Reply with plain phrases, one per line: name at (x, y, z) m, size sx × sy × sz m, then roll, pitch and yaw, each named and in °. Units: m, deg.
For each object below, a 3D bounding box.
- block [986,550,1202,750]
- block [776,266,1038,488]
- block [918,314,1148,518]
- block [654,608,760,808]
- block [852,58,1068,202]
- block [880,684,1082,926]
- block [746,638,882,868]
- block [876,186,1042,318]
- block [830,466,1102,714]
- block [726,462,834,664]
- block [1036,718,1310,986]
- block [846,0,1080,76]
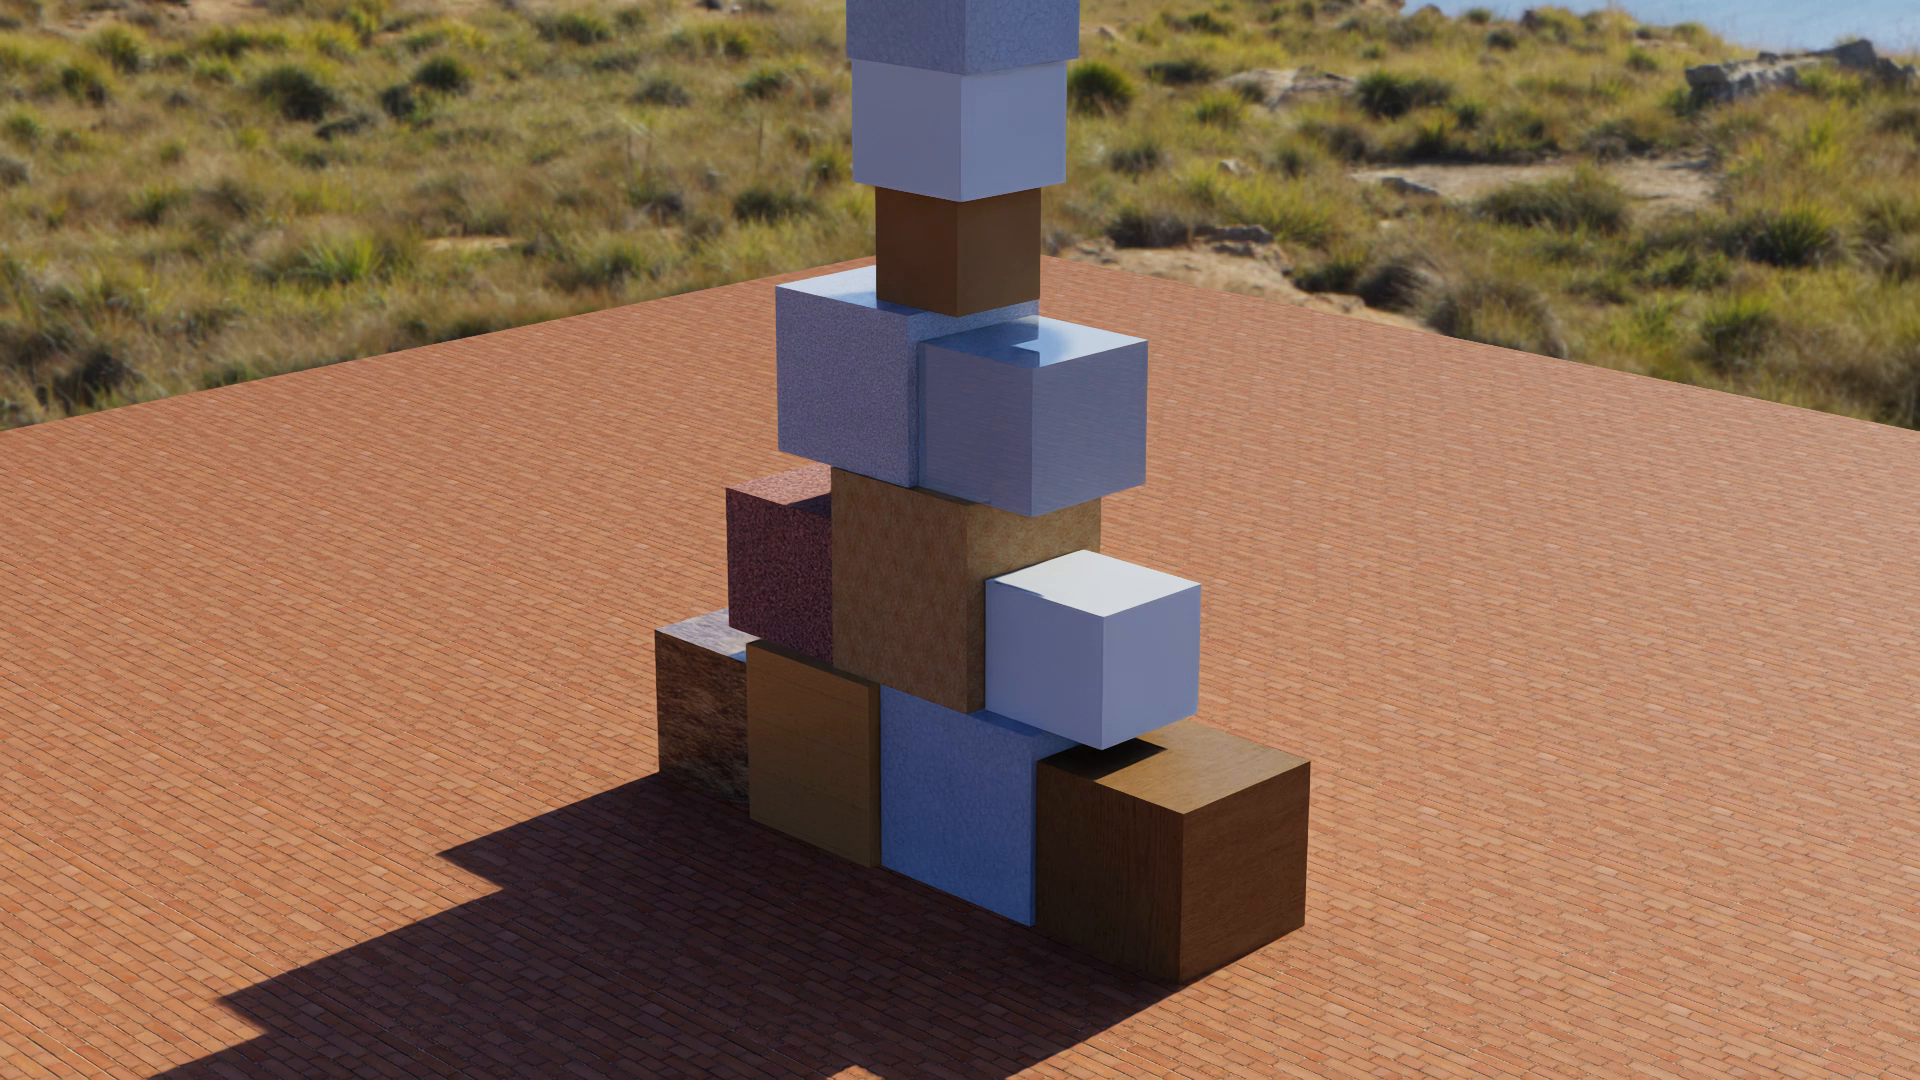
block at (0.581, 0.470, 12.876) m, size 0.631 × 0.601 × 0.698 m, roll -17°, pitch 24°, yaw -42°
block at (-0.240, -0.777, 13.362) m, size 0.825 × 0.774 × 0.861 m, roll -17°, pitch 24°, yaw -42°
block at (0.320, -0.555, 12.857) m, size 0.731 × 0.653 × 0.685 m, roll -17°, pitch 24°, yaw -42°
block at (-0.951, 0.794, 14.564) m, size 0.804 × 0.752 × 0.764 m, roll -17°, pitch 24°, yaw -42°
block at (-0.004, -1.826, 12.764) m, size 0.649 × 0.540 × 0.670 m, roll -17°, pitch 24°, yaw -42°
block at (0.279, 1.087, 13.401) m, size 0.870 × 0.891 × 0.949 m, roll -17°, pitch 24°, yaw -42°
block at (-0.373, 0.899, 13.998) m, size 0.960 × 0.891 × 0.840 m, roll -17°, pitch 24°, yaw -42°
block at (-0.008, -1.318, 12.919) m, size 0.520 × 0.522 × 0.508 m, roll -17°, pitch 24°, yaw -42°
block at (0.028, 0.130, 13.364) m, size 0.862 × 0.958 × 0.867 m, roll -17°, pitch 24°, yaw -42°
block at (-0.568, 0.083, 13.947) m, size 0.762 × 0.697 × 0.762 m, roll -17°, pitch 24°, yaw -42°
block at (0.927, 1.329, 12.816) m, size 0.841 × 0.780 × 0.838 m, roll -17°, pitch 24°, yaw -42°
block at (0.011, -2.475, 12.576) m, size 0.696 × 0.812 × 0.727 m, roll -17°, pitch 24°, yaw -42°
